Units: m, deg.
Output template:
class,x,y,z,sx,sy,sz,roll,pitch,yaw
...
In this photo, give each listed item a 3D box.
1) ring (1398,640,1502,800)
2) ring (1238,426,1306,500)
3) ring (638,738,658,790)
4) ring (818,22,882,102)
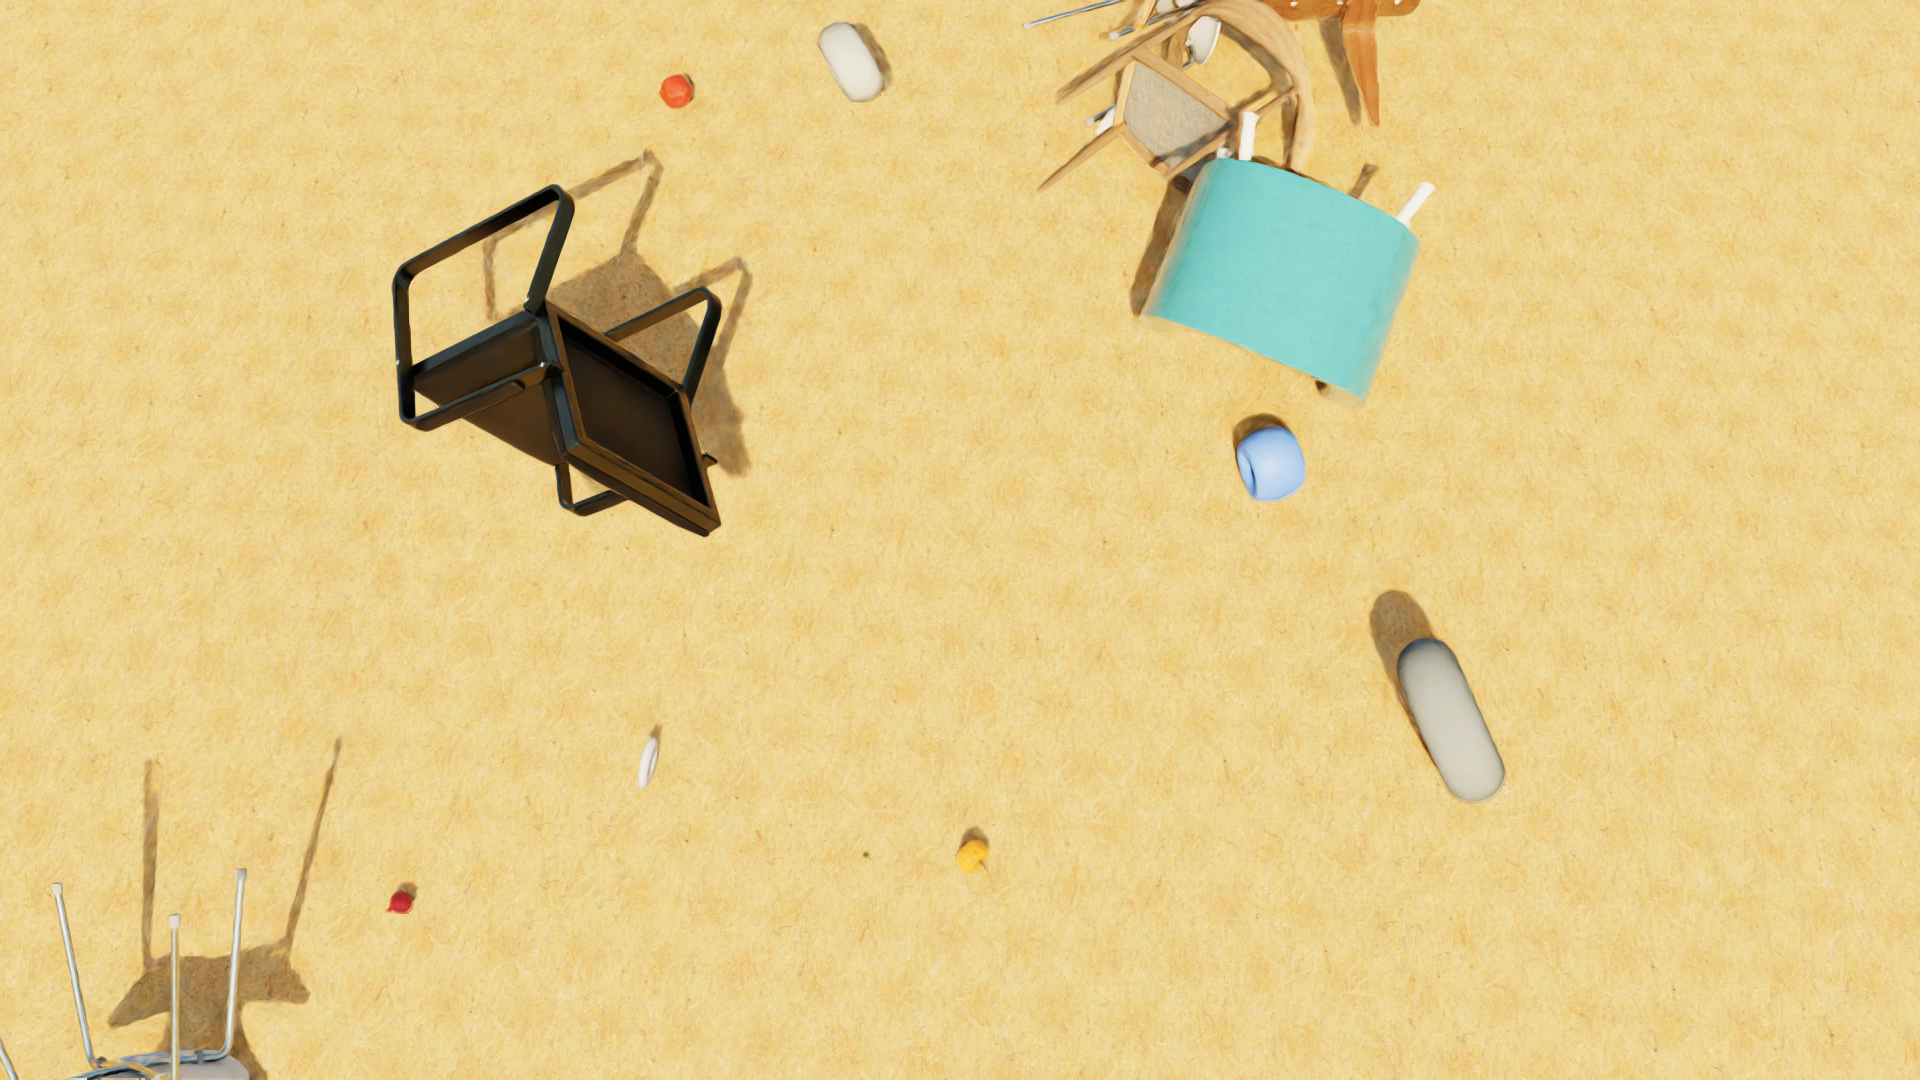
class,x,y,z,sx,sy,sz,roll,pitch,yaw
ring,1.335,0.489,5.989,0.165,0.484,0.405,-24,17,11
ring,0.935,-0.230,6.604,0.161,0.221,0.198,-18,28,-9
ring,-0.865,0.620,6.082,0.028,0.120,0.149,12,92,5
ring,-0.352,-1.533,7.051,0.130,0.201,0.281,-29,76,0
